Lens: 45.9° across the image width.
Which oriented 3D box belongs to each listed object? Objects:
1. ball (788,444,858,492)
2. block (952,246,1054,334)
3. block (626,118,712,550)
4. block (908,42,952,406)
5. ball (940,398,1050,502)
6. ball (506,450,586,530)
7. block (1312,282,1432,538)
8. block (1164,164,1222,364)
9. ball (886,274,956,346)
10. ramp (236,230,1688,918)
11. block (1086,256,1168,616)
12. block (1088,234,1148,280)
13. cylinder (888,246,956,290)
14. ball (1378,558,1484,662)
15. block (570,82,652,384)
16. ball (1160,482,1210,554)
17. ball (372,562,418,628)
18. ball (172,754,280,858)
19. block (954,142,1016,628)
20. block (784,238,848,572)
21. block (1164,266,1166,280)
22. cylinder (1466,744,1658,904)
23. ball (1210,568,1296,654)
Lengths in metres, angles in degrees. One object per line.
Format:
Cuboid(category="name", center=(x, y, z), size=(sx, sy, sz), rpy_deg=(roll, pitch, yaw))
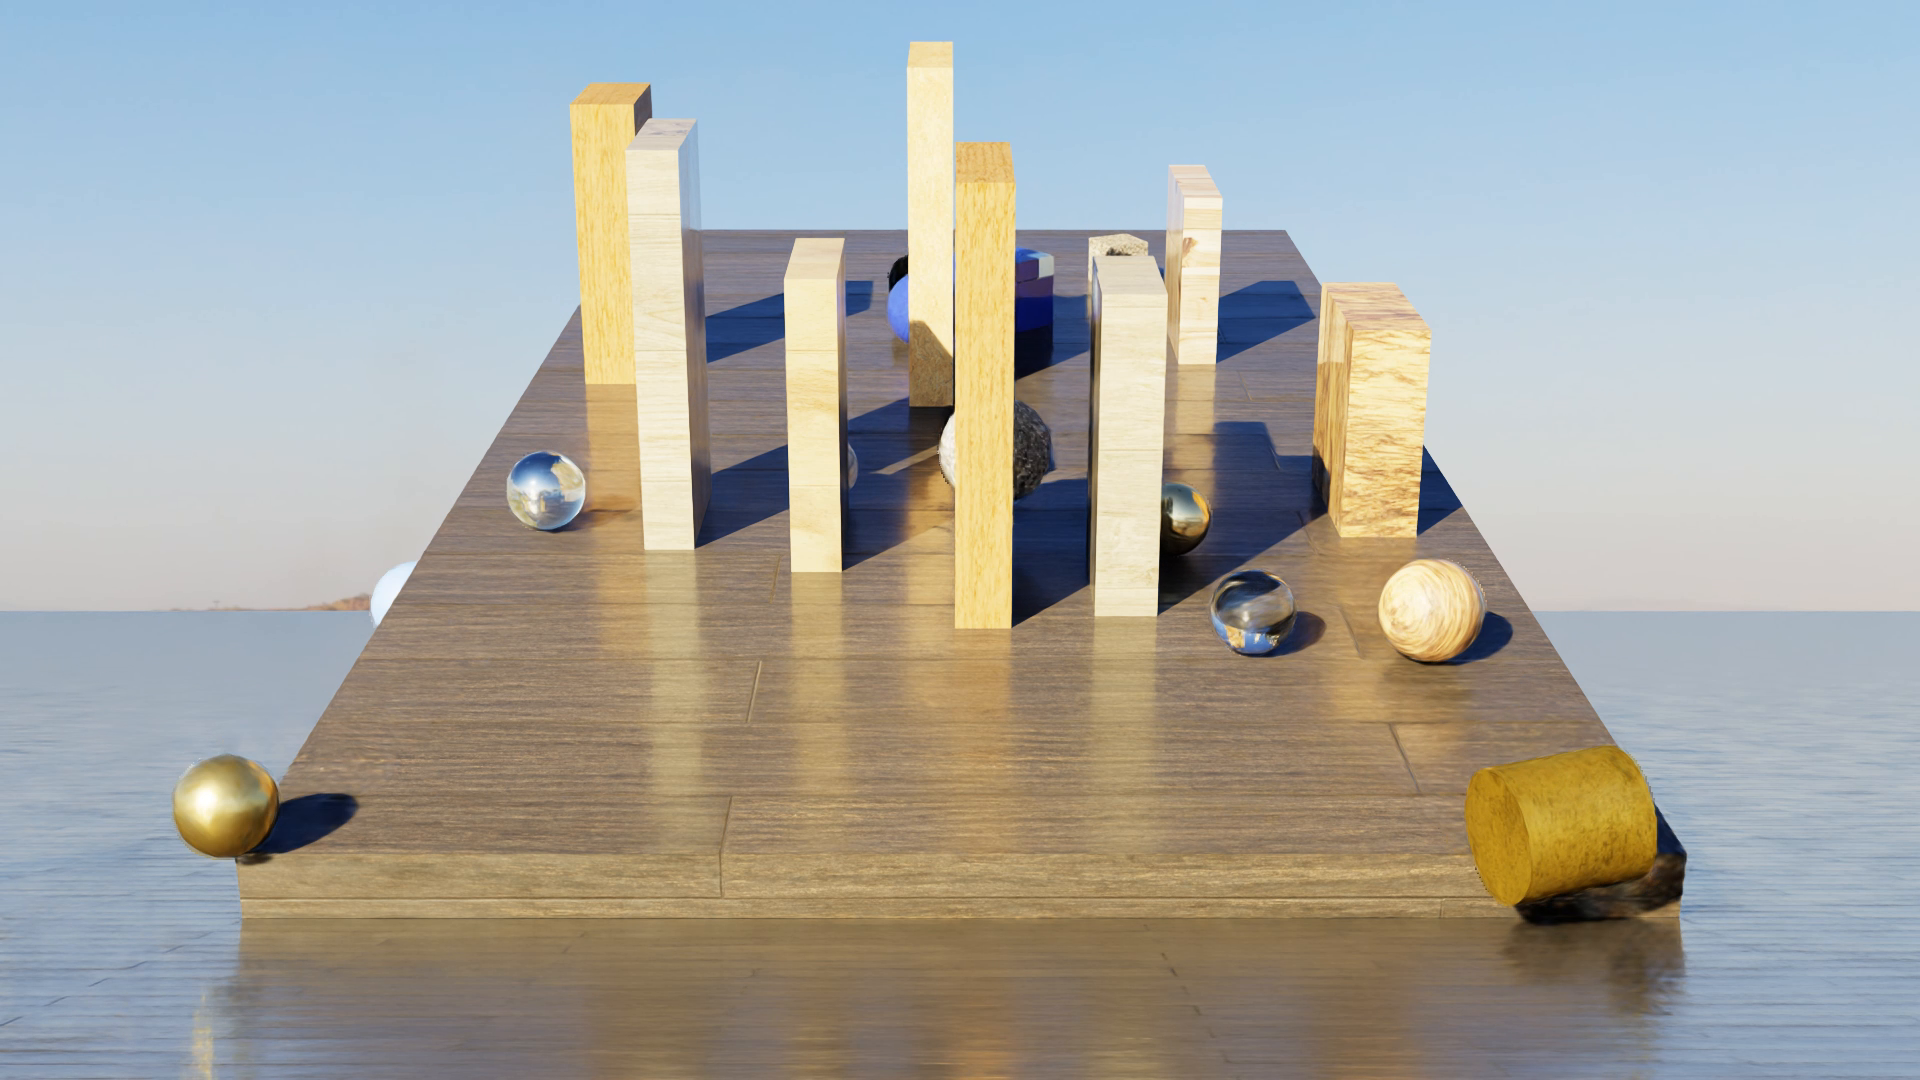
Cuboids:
Cuboid(category="ball", center=(-0.270, -0.143, 4.494), size=(0.138, 0.138, 0.138), rpy_deg=(0, -2, 0))
Cuboid(category="block", center=(0.109, -0.639, 5.789), size=(0.181, 0.181, 0.181), rpy_deg=(-19, 27, -41))
Cuboid(category="block", center=(-0.545, -0.391, 4.282), size=(0.093, 0.750, 0.332), rpy_deg=(0, 20, 0))
Cuboid(category="block", center=(-0.066, -0.728, 5.191), size=(0.098, 0.758, 0.406), rpy_deg=(0, 20, 0))
Cuboid(category="ball", center=(0.066, -0.169, 4.276), size=(0.209, 0.209, 0.209), rpy_deg=(0, -2, 0))
Cuboid(category="ball", center=(-0.793, -0.095, 4.343), size=(0.151, 0.151, 0.151), rpy_deg=(0, -2, 0))
Cuboid(category="block", center=(0.797, -0.260, 4.429), size=(0.144, 0.406, 0.373), rpy_deg=(0, 20, 0))
Cuboid(category="block", center=(0.571, -0.685, 5.592), size=(0.089, 0.404, 0.409), rpy_deg=(0, 20, 0))
Cuboid(category="ball", center=(-0.086, -0.565, 5.570), size=(0.193, 0.193, 0.193), rpy_deg=(0, -2, 0))
Cuboid(category="ramp", center=(-0.005, -0.208, 5.019), size=(2.000, 0.100, 4.000), rpy_deg=(0, 20, 0))
Cuboid(category="block", center=(0.288, -0.185, 3.979), size=(0.108, 0.573, 0.282), rpy_deg=(0, 20, 0))
Cuboid(category="block", center=(0.434, -0.766, 6.227), size=(0.118, 0.118, 0.118), rpy_deg=(-9, 22, -24))
Cuboid(category="cylinder", center=(-0.063, -0.662, 5.865), size=(0.172, 0.172, 0.172), rpy_deg=(-19, 11, -41))
Cuboid(category="ball", center=(0.778, 0.116, 3.742), size=(0.172, 0.172, 0.172), rpy_deg=(0, -2, 0))
Cuboid(category="block", center=(-0.803, -0.724, 5.335), size=(0.142, 0.649, 0.316), rpy_deg=(0, 20, 0))
Cuboid(category="ball", center=(0.399, -0.040, 4.220), size=(0.134, 0.134, 0.134), rpy_deg=(0, -2, 0))
Cuboid(category="ball", center=(-1.275, 0.153, 5.321), size=(0.207, 0.207, 0.207), rpy_deg=(0, -2, 0))
Cuboid(category="ball", center=(-1.004, 0.364, 3.103), size=(0.141, 0.141, 0.141), rpy_deg=(0, -2, 0))
Cuboid(category="block", center=(0.040, -0.273, 3.932), size=(0.096, 0.770, 0.367), rpy_deg=(0, 20, 0))
Cuboid(category="block", center=(-0.263, -0.255, 4.206), size=(0.091, 0.546, 0.327), rpy_deg=(0, 20, 0))
Cuboid(category="block", center=(0.585, -0.639, 5.890), size=(0.114, 0.114, 0.114), rpy_deg=(1, 20, 4))
Cuboid(category="cylinder", center=(0.798, 0.378, 3.019), size=(0.182, 0.182, 0.182), rpy_deg=(-9, 0, -13))
Cuboid(category="ball", center=(0.488, 0.119, 3.775), size=(0.143, 0.143, 0.143), rpy_deg=(0, -2, 0))
